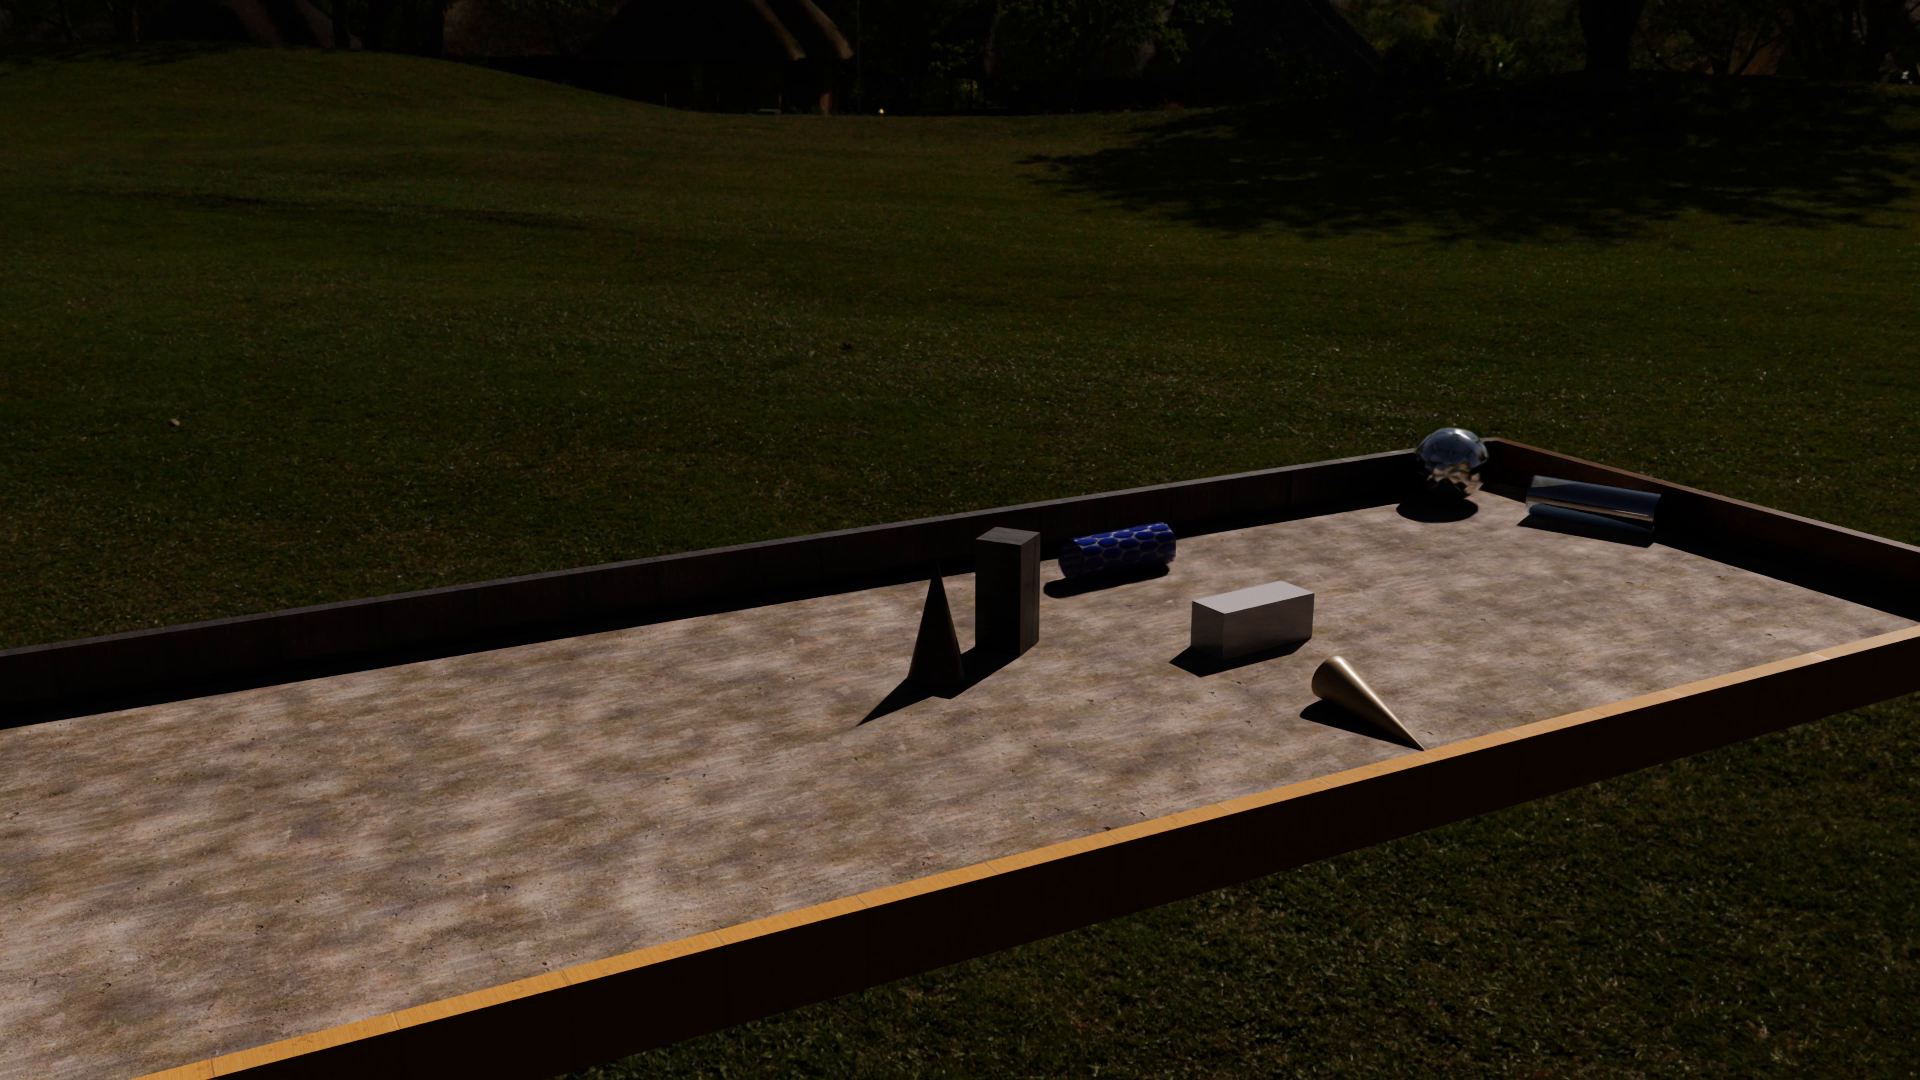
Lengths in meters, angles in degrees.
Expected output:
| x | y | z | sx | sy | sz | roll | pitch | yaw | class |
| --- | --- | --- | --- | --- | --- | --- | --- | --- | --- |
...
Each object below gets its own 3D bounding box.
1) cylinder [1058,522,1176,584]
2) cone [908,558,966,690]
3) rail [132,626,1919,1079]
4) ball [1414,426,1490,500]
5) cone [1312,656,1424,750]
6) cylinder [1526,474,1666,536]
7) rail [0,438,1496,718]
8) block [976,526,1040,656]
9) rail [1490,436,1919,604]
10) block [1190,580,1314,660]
| x | y | z | sx | sy | sz | roll | pitch | yaw | class |
| --- | --- | --- | --- | --- | --- | --- | --- | --- | --- |
| 0.479 | 0.037 | 4.996 | 0.348 | 0.131 | 0.131 | -10 | 19 | -31 | cylinder |
| -0.058 | 0.196 | 4.120 | 0.151 | 0.321 | 0.151 | 0 | 16 | 0 | cone |
| -2.336 | 1.006 | 1.665 | 12.000 | 0.150 | 0.050 | -9 | 18 | -27 | rail |
| 1.731 | -0.268 | 5.805 | 0.261 | 0.261 | 0.261 | 0 | 16 | 0 | ball |
| 0.979 | 0.407 | 3.866 | 0.117 | 0.117 | 0.360 | -8 | 27 | -24 | cone |
| 2.125 | -0.119 | 5.518 | 0.418 | 0.137 | 0.137 | 13 | 21 | 37 | cylinder |
| -3.305 | 0.497 | 3.399 | 12.000 | 0.150 | 0.050 | -9 | 18 | -27 | rail |
| 0.126 | 0.135 | 4.354 | 0.129 | 0.305 | 0.129 | 8 | 18 | 24 | block |
| 2.466 | -0.048 | 5.253 | 0.050 | 0.150 | 2.100 | -9 | 18 | -27 | rail |
| 0.782 | 0.212 | 4.407 | 0.319 | 0.128 | 0.128 | -10 | 19 | -31 | block |
